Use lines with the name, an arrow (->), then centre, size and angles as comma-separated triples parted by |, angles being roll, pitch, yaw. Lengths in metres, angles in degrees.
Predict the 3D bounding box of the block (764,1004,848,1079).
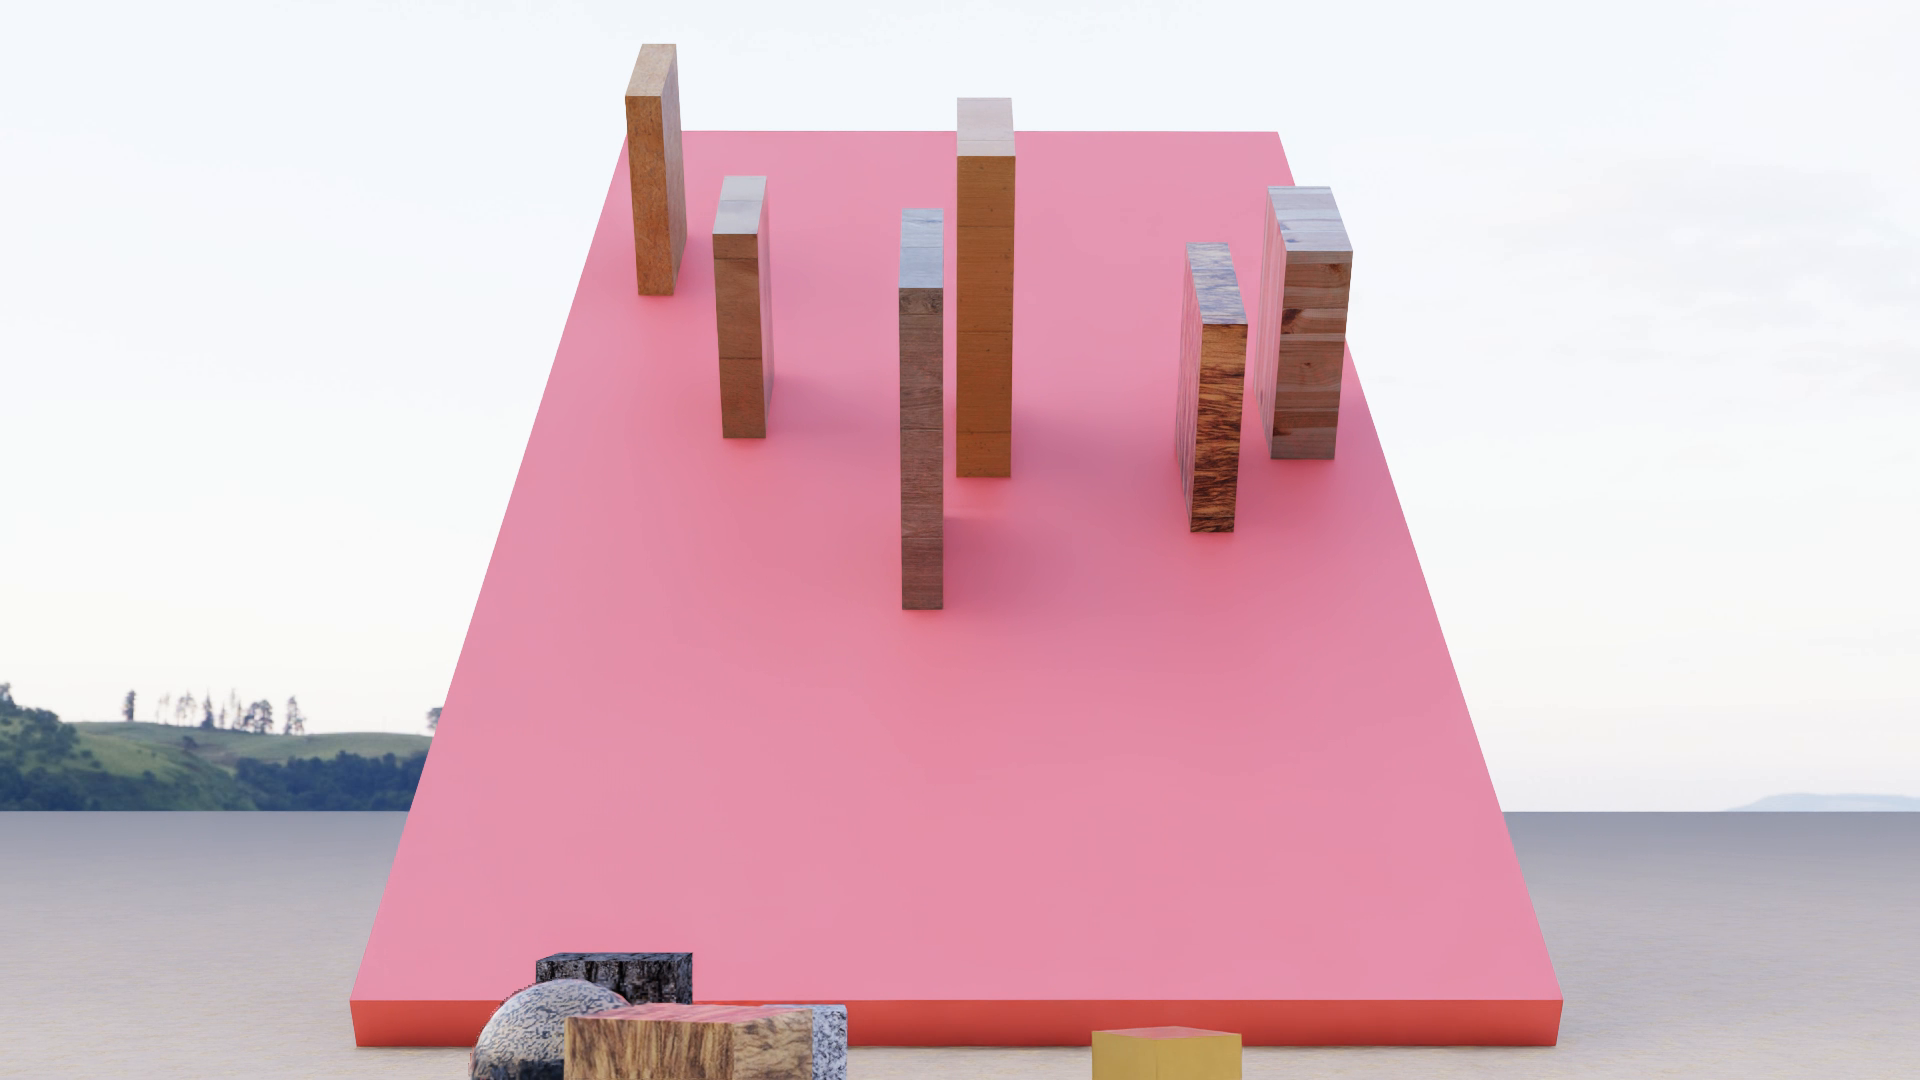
block -> -0.218, 0.713, 3.379 | 0.117, 0.117, 0.117 | 0, -6, -4

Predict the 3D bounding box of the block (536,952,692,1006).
block -> -0.477, 0.673, 3.351 | 0.190, 0.190, 0.190 | 0, -6, 0

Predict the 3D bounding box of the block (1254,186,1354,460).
block -> 0.794, -0.508, 5.640 | 0.147, 0.523, 0.378 | 0, 30, 0

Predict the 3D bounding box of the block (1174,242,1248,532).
block -> 0.554, -0.342, 5.373 | 0.094, 0.504, 0.429 | 0, 30, 0

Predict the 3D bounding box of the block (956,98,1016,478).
block -> 0.054, -0.570, 5.489 | 0.124, 0.778, 0.359 | 0, 30, 0

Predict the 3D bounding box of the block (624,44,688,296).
block -> -0.803, -0.985, 6.421 | 0.092, 0.550, 0.406 | 0, 30, 0

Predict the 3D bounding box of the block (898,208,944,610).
block -> -0.078, -0.271, 5.022 | 0.086, 0.731, 0.396 | 0, 30, 0

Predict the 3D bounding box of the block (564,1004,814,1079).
block -> -0.275, 0.578, 2.471 | 0.188, 0.188, 0.188 | -2, -7, 21

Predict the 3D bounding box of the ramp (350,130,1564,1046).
ramp -> -0.013, -0.207, 5.738 | 2.000, 0.100, 4.000 | 0, 30, 0

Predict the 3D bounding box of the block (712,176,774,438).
block -> -0.507, -0.551, 5.709 | 0.100, 0.518, 0.346 | 0, 30, 0

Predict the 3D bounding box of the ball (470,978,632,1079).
ball -> -0.437, 0.591, 2.679 | 0.207, 0.207, 0.207 | 0, -6, 0

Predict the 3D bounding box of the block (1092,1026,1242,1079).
block -> 0.248, 0.656, 2.902 | 0.128, 0.128, 0.128 | 4, -7, -32
